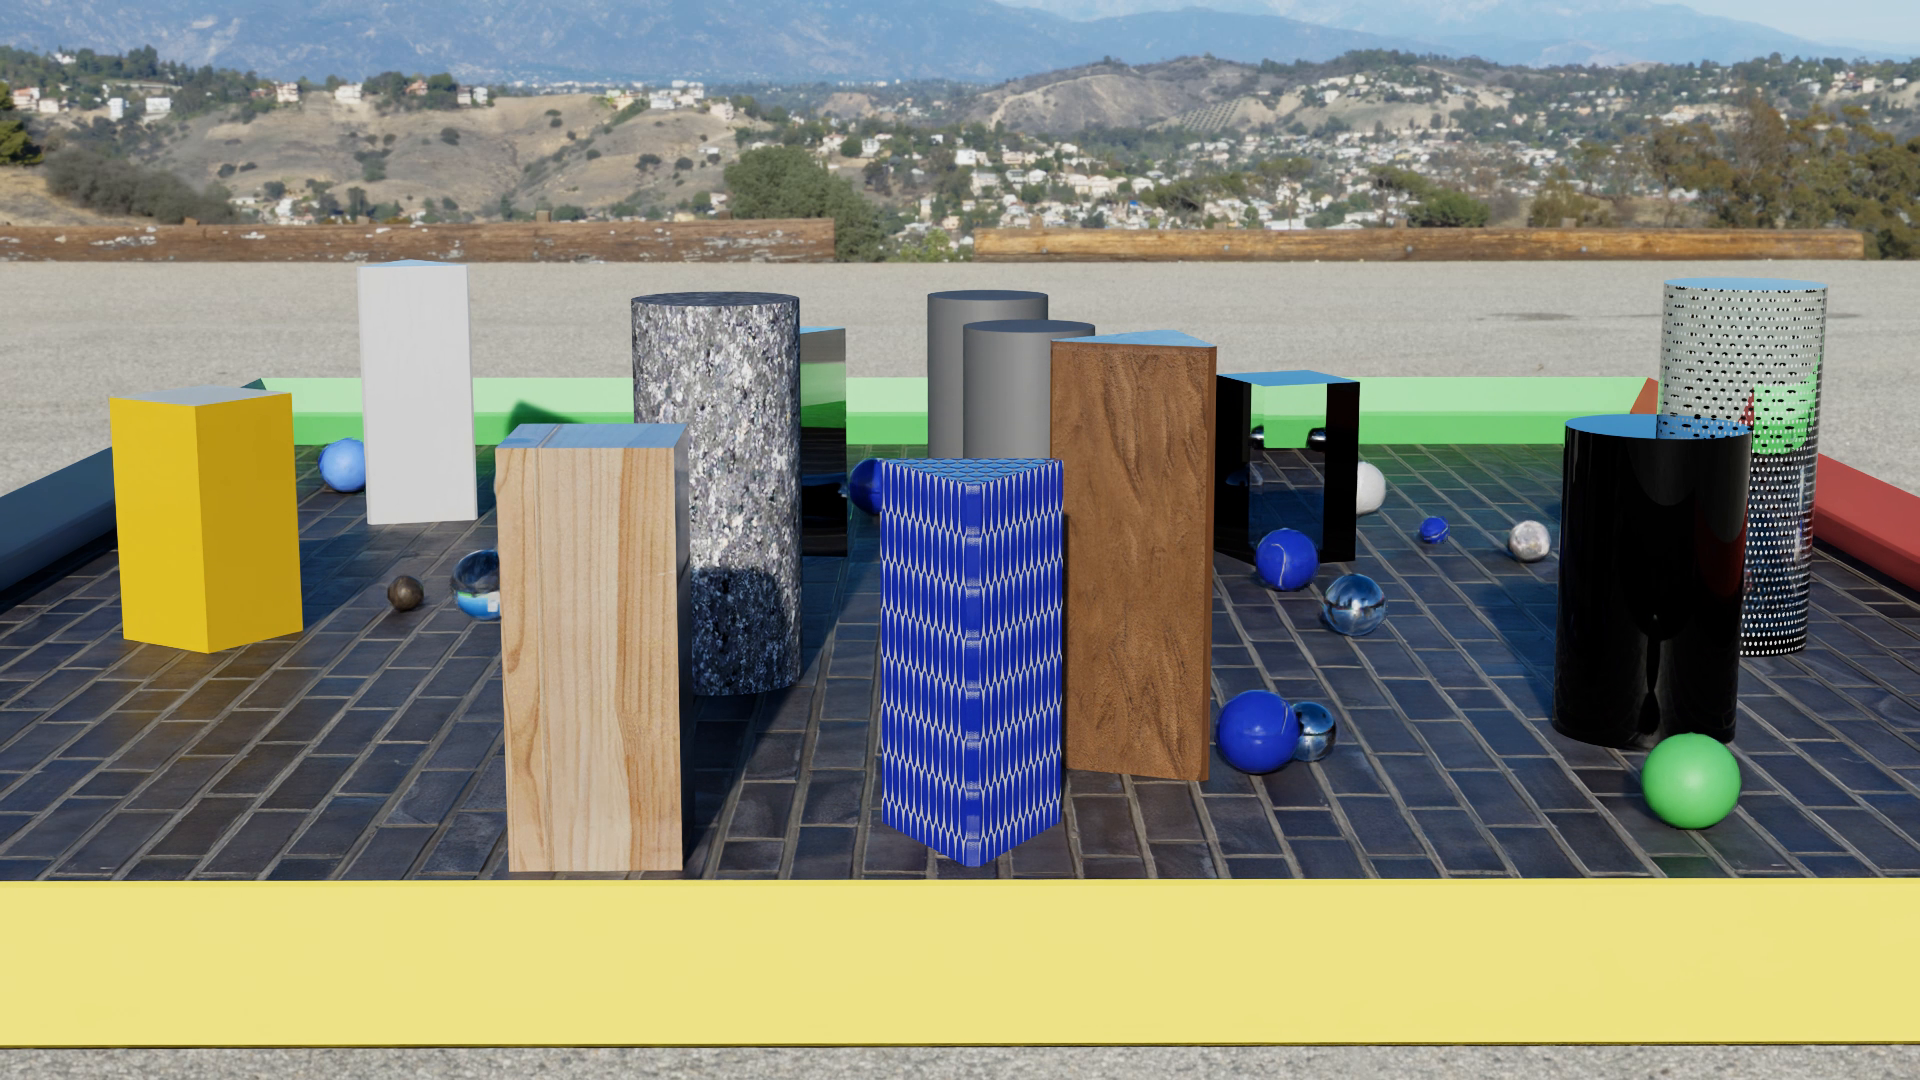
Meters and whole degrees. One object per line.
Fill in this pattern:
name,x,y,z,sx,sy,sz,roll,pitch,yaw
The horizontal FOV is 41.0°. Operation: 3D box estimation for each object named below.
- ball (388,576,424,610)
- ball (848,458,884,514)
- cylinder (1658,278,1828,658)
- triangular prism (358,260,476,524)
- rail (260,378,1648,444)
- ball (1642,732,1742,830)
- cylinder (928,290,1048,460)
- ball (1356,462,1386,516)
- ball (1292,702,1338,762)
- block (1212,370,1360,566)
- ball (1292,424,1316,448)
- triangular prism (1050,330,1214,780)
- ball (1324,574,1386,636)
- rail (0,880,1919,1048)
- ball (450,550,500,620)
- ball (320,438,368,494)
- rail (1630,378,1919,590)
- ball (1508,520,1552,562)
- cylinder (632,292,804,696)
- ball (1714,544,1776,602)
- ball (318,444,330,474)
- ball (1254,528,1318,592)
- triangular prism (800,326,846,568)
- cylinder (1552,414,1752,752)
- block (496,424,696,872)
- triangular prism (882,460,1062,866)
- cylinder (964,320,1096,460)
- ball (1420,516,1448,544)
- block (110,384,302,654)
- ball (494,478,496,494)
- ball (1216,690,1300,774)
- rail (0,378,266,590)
ball,-0.748,0.072,3.466,0.048,0.048,0.048,0,10,0
ball,-0.137,-0.088,4.205,0.094,0.094,0.094,0,10,0
cylinder,0.982,-0.096,3.251,0.198,0.457,0.198,0,10,0
triangular prism,-0.886,-0.245,4.178,0.171,0.412,0.148,-3,11,-15
rail,-0.009,-0.247,4.959,2.692,0.128,0.045,0,10,0
ball,0.705,0.232,2.476,0.093,0.093,0.093,0,10,0
cylinder,0.045,-0.225,4.220,0.198,0.356,0.198,0,10,0
ball,0.652,-0.083,4.192,0.088,0.088,0.088,0,10,0
ball,0.368,0.203,2.718,0.063,0.063,0.063,0,10,0
block,0.486,-0.109,3.838,0.158,0.268,0.158,-4,11,-21
ball,0.664,-0.201,4.950,0.044,0.044,0.044,0,10,0
triangular prism,0.198,0.009,2.701,0.171,0.449,0.148,4,11,20
ball,0.509,0.084,3.313,0.080,0.080,0.080,0,10,0
rail,0.009,0.313,1.938,2.692,0.128,0.045,0,10,0
ball,-0.629,0.060,3.404,0.094,0.094,0.094,0,10,0
ball,-1.053,-0.128,4.417,0.094,0.094,0.094,0,10,0
rail,1.322,0.032,3.456,0.045,0.128,3.120,0,10,0
ball,0.844,0.002,3.802,0.063,0.063,0.063,0,10,0
cylinder,-0.288,-0.060,3.059,0.198,0.455,0.198,0,10,0
ball,1.077,0.046,3.520,0.080,0.080,0.080,0,10,0
ball,-1.086,-0.134,4.499,0.077,0.077,0.077,0,10,0
ball,0.457,0.028,3.594,0.088,0.088,0.088,0,10,0
triangular prism,-0.281,-0.140,3.793,0.148,0.345,0.171,8,13,38
cylinder,0.759,0.043,2.821,0.198,0.340,0.198,0,10,0
block,-0.335,0.096,2.391,0.158,0.391,0.158,0,10,-1
triangular prism,0.033,0.105,2.437,0.148,0.357,0.171,-6,12,-30
cylinder,0.103,-0.151,3.860,0.198,0.343,0.198,0,10,0
ball,0.730,-0.015,3.953,0.042,0.042,0.042,0,10,0
block,-0.966,-0.031,3.295,0.158,0.312,0.158,7,12,32
ball,-0.723,-0.088,4.220,0.087,0.087,0.087,0,10,0
ball,0.310,0.199,2.669,0.088,0.088,0.088,0,10,0
rail,-1.322,0.034,3.441,0.045,0.128,3.120,0,10,0
